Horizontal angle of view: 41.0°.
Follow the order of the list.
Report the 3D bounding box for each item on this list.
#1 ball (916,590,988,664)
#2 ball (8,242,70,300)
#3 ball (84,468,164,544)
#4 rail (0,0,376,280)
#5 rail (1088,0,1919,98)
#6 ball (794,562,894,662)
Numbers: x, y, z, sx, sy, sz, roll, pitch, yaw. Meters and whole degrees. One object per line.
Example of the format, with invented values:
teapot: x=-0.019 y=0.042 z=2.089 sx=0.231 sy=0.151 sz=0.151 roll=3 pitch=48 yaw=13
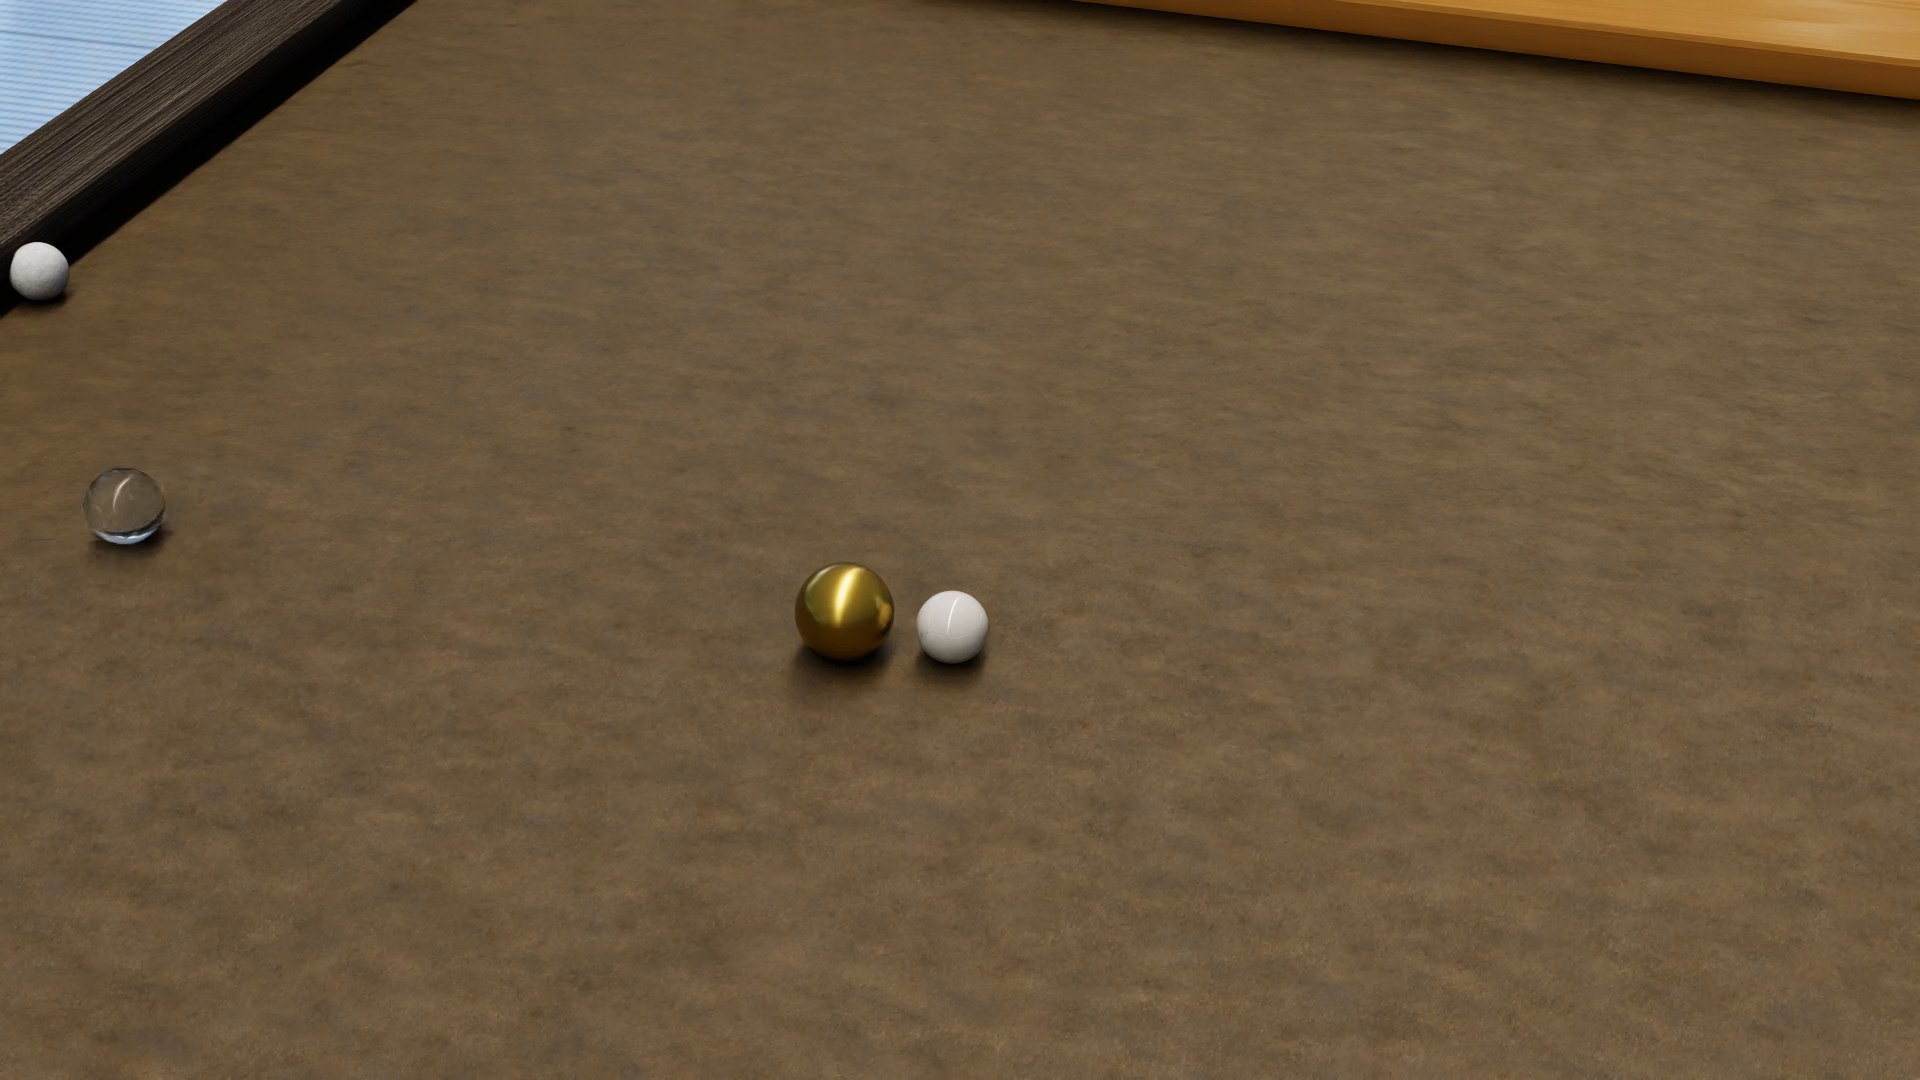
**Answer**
ball: x=-0.006 y=0.066 z=1.934 sx=0.055 sy=0.055 sz=0.055 roll=0 pitch=34 yaw=0
ball: x=-0.867 y=-0.253 z=2.415 sx=0.055 sy=0.055 sz=0.055 roll=0 pitch=34 yaw=0
ball: x=-0.674 y=-0.027 z=2.069 sx=0.062 sy=0.062 sz=0.062 roll=0 pitch=34 yaw=0
rail: x=-0.955 y=-0.191 z=2.266 sx=0.045 sy=0.114 sz=2.387 roll=10 pitch=35 yaw=15
rail: x=1.330 y=-0.470 z=2.687 sx=4.102 sy=0.114 sz=0.045 roll=10 pitch=35 yaw=15
ball: x=-0.087 y=0.054 z=1.933 sx=0.076 sy=0.076 sz=0.076 roll=0 pitch=34 yaw=0
